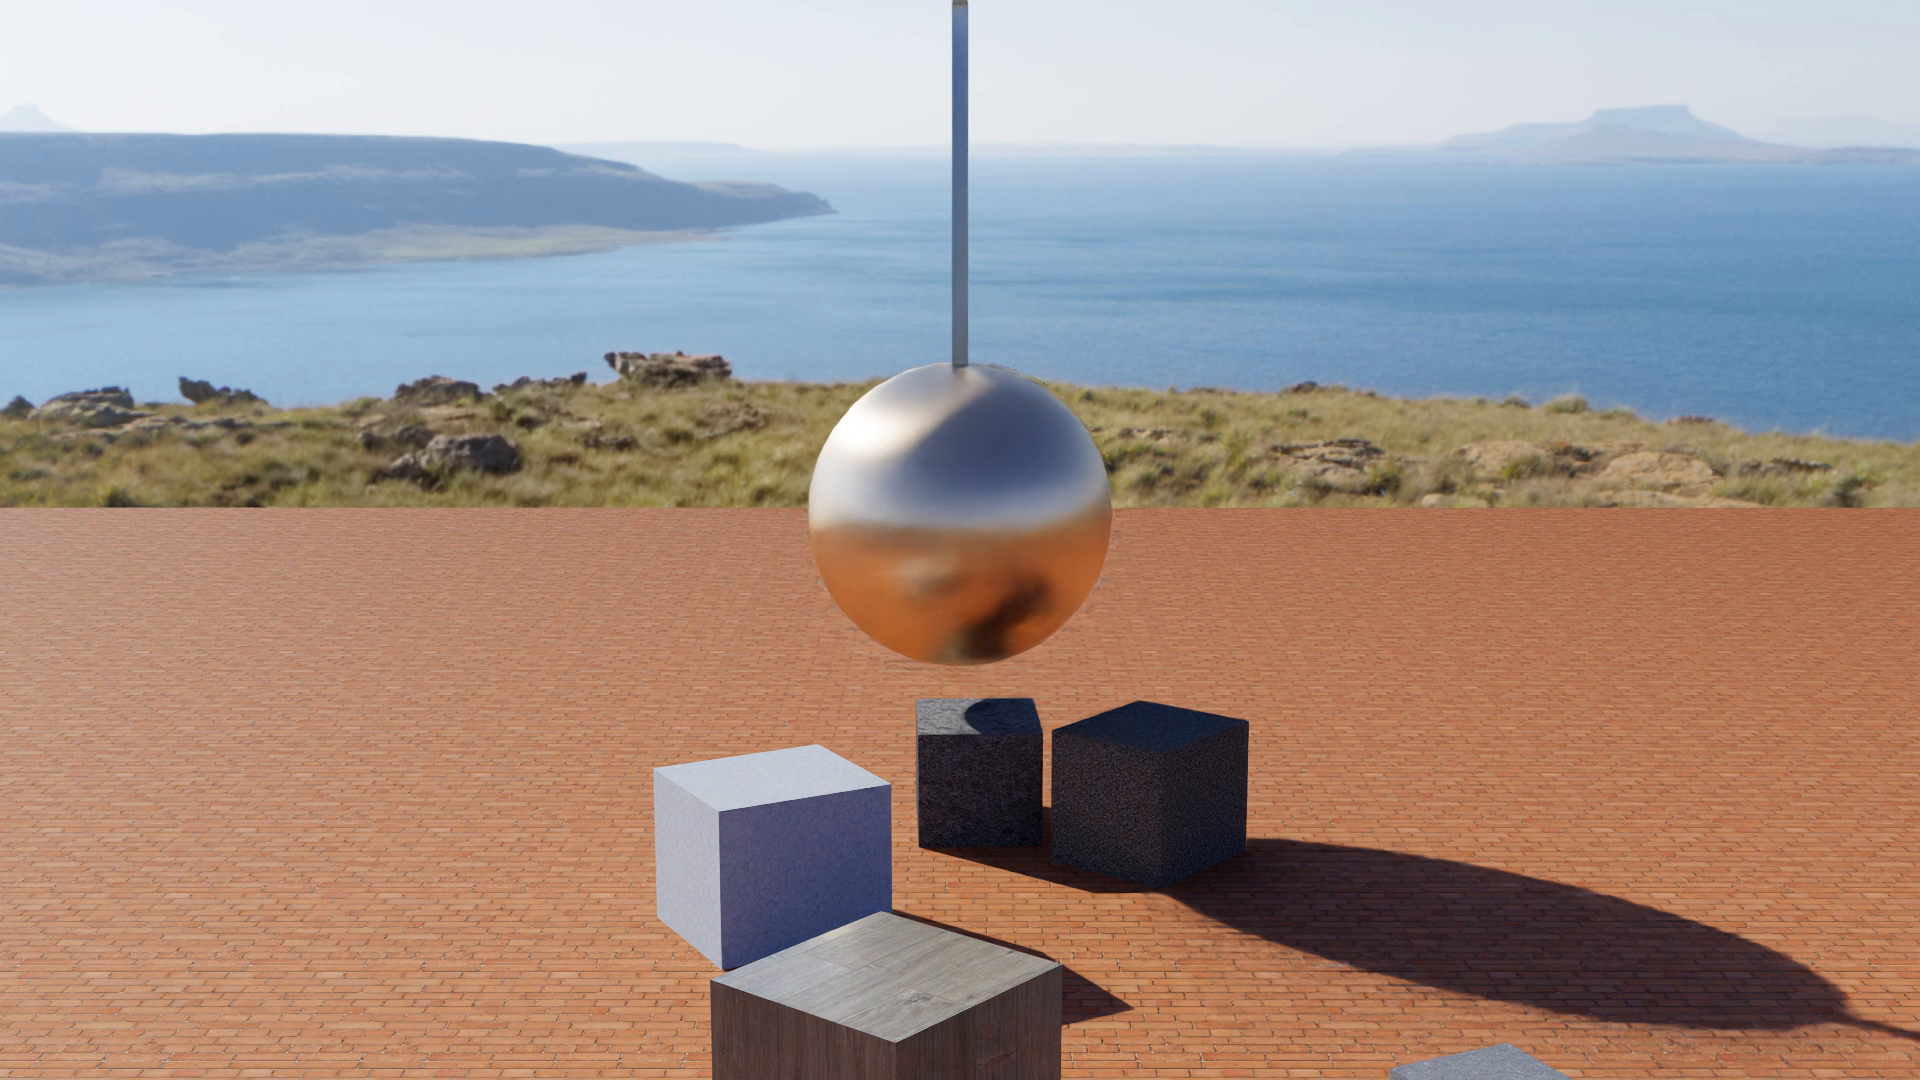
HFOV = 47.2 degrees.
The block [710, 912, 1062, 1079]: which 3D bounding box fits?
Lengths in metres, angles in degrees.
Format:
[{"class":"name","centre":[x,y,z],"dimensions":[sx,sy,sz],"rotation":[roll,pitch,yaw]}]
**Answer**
[{"class":"block","centre":[-0.243,1.820,7.465],"dimensions":[0.821,0.748,0.859],"rotation":[8,13,39]}]

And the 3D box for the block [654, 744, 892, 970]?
[{"class":"block","centre":[-0.845,1.402,9.883],"dimensions":[0.825,0.706,0.746],"rotation":[-6,12,-29]}]

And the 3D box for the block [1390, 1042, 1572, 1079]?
[{"class":"block","centre":[1.744,2.002,7.227],"dimensions":[0.487,0.475,0.461],"rotation":[-5,11,-25]}]

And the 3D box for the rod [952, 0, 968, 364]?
[{"class":"rod","centre":[0.000,-3.435,10.726],"dimensions":[0.080,5.200,0.080],"rotation":[0,14,0]}]

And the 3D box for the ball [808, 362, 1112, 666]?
[{"class":"ball","centre":[0.000,-0.136,11.548],"dimensions":[1.600,1.600,1.600],"rotation":[0,10,0]}]

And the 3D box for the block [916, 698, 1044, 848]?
[{"class":"block","centre":[0.090,1.192,11.376],"dimensions":[0.623,0.585,0.723],"rotation":[0,10,-2]}]

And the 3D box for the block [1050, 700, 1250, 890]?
[{"class":"block","centre":[0.941,1.241,10.877],"dimensions":[0.653,0.667,0.760],"rotation":[8,13,38]}]
